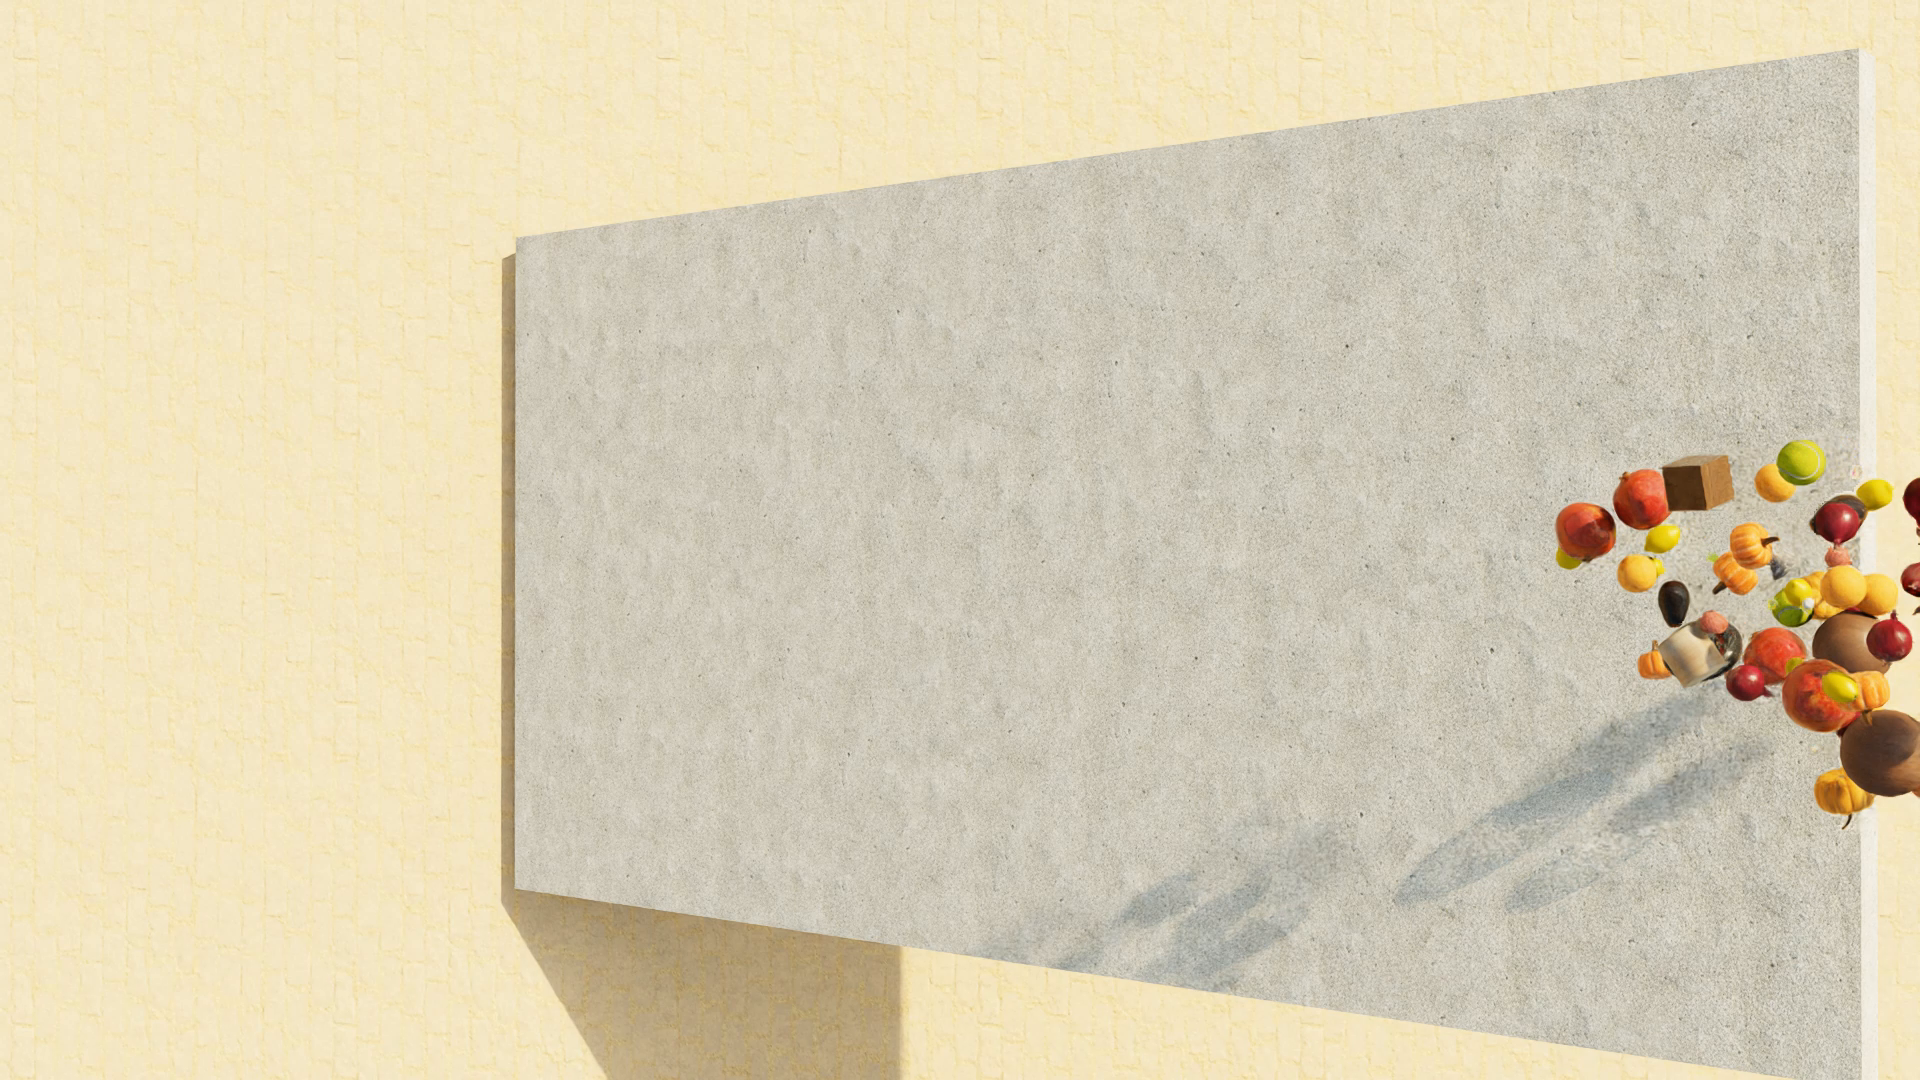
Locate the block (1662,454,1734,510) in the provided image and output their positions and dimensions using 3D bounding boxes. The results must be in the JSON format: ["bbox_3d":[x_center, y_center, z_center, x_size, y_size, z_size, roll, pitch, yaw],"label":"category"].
[{"bbox_3d":[1.302,-0.101,3.879,0.080,0.080,0.080,-19,101,-33],"label":"block"}]

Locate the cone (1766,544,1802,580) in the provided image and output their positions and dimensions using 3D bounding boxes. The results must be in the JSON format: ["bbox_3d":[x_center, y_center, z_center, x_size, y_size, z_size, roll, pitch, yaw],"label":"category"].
[{"bbox_3d":[1.495,0.031,4.027,0.061,0.061,0.061,-41,88,0],"label":"cone"}]

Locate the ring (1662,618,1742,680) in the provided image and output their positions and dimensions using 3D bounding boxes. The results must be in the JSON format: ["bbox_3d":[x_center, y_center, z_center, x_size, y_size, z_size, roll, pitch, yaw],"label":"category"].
[{"bbox_3d":[1.339,0.199,3.967,0.143,0.143,0.048,-31,119,0],"label":"ring"}]

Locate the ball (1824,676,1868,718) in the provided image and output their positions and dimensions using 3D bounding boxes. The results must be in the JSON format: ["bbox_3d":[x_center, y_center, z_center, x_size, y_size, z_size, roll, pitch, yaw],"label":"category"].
[{"bbox_3d":[1.678,0.298,4.167,0.078,0.078,0.078,0,90,0],"label":"ball"}]

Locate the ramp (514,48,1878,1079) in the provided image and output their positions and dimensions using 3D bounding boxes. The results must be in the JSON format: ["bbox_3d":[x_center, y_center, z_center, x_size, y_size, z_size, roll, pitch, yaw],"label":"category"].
[{"bbox_3d":[0.213,0.062,5.529,4.000,0.100,2.000,0,90,39],"label":"ramp"}]
